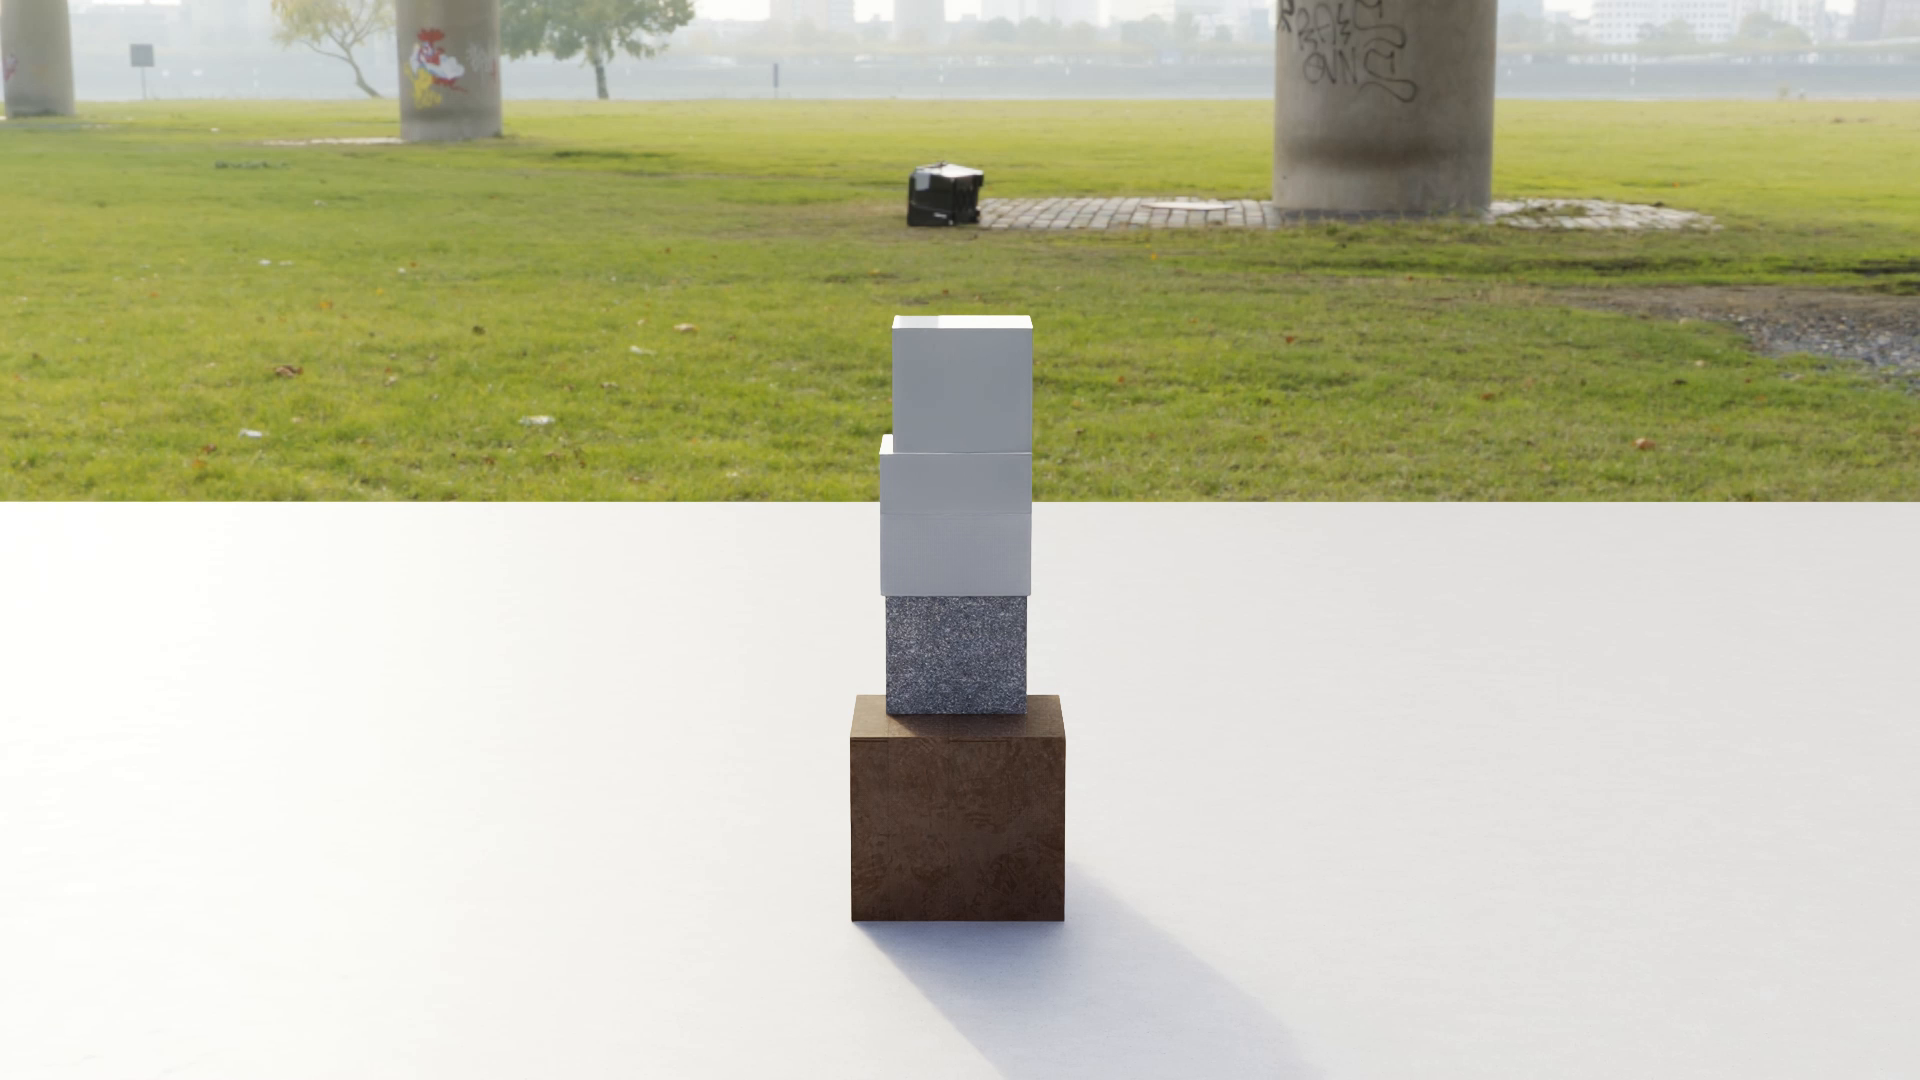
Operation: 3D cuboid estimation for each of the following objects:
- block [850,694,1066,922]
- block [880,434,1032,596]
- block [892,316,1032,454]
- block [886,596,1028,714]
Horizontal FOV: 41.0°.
[{"bbox_3d":[-0.009,1.142,11.060,0.896,0.797,0.741,0,10,0],"label":"block"},{"bbox_3d":[-0.018,-0.114,11.160,0.644,0.612,0.577,0,10,0],"label":"block"},{"bbox_3d":[0.010,-0.676,11.057,0.589,0.530,0.531,0,10,0],"label":"block"},{"bbox_3d":[-0.016,0.440,11.260,0.605,0.513,0.598,0,10,0],"label":"block"}]
